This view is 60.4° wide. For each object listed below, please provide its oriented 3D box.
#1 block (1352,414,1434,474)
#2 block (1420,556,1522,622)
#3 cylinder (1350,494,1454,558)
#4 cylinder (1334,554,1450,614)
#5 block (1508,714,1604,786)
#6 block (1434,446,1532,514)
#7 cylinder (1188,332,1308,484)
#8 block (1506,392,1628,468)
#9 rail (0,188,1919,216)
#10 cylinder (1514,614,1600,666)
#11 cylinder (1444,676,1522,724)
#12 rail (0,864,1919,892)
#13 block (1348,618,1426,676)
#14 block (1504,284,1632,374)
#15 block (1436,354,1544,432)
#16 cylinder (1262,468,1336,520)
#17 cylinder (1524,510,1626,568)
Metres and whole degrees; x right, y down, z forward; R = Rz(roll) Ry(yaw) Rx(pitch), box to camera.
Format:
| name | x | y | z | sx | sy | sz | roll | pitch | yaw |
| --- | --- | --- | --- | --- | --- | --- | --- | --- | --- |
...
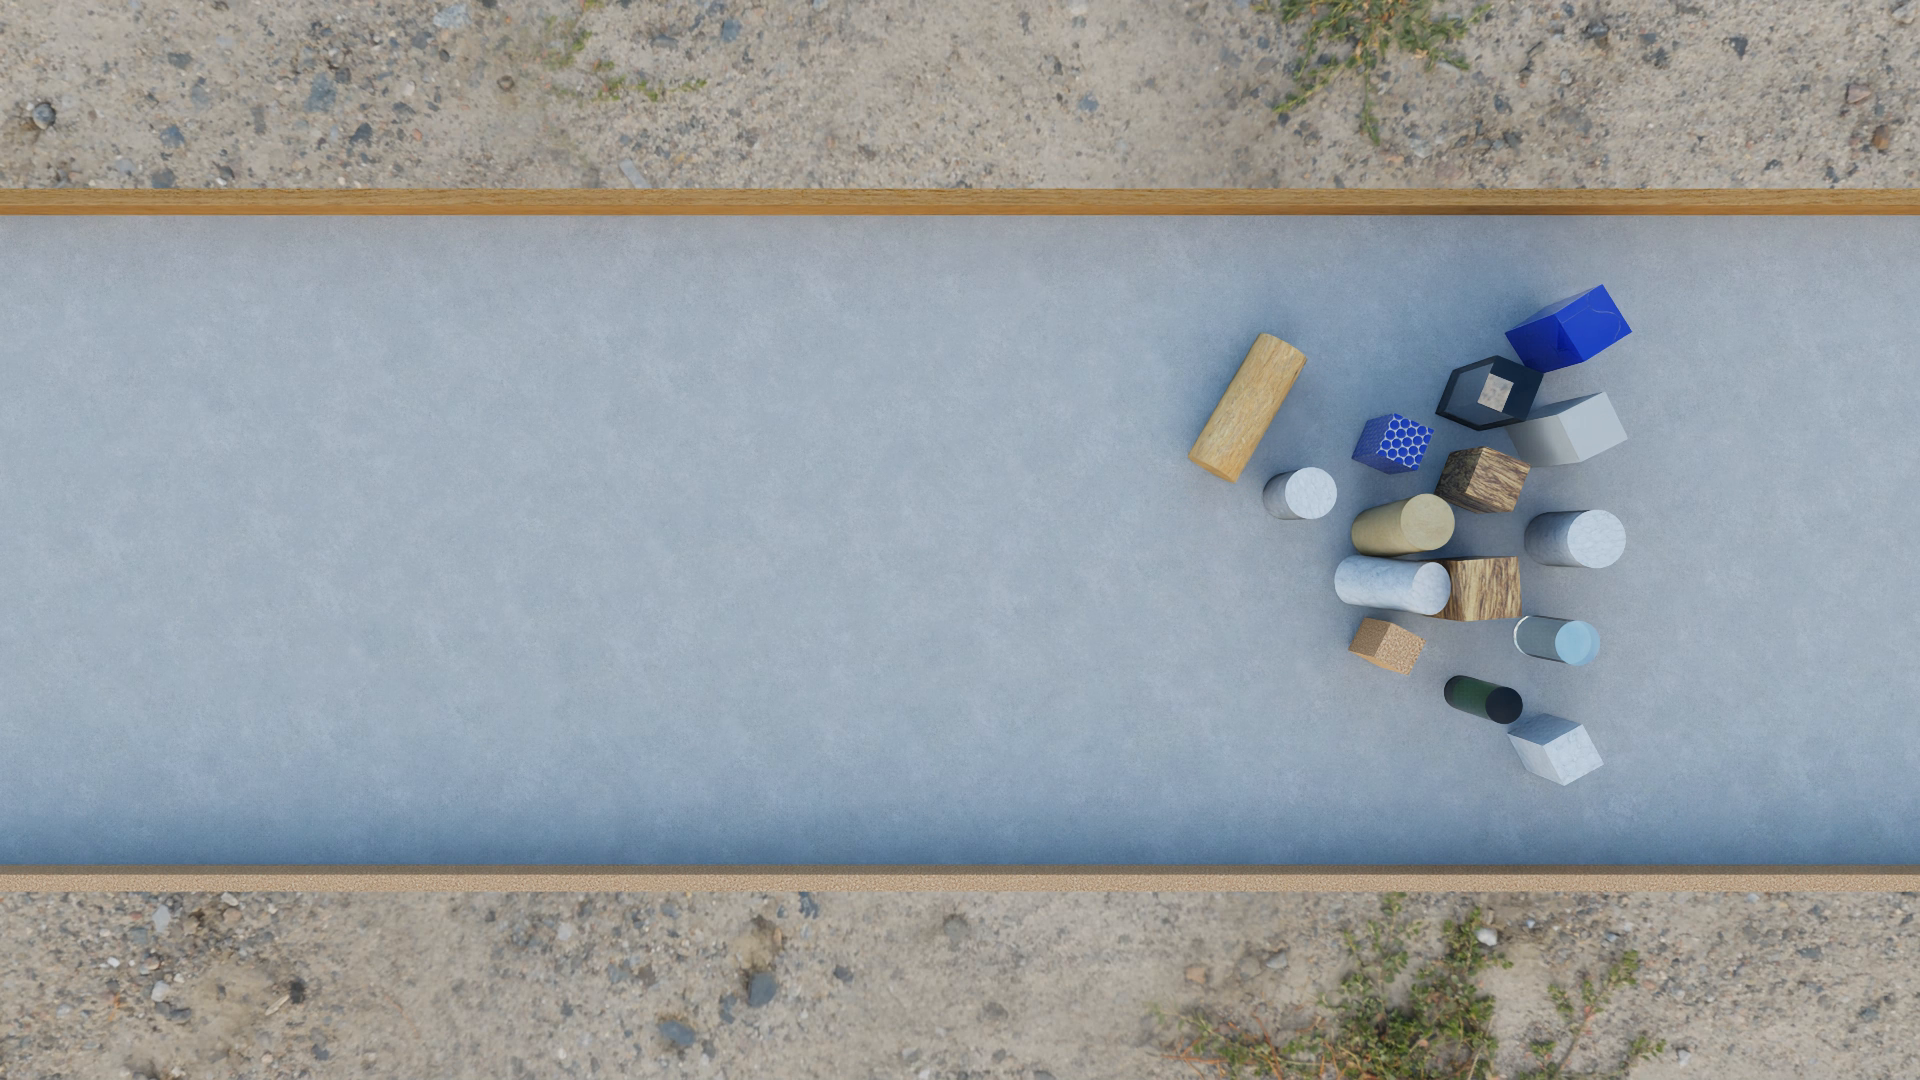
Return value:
| name | x | y | z | sx | sy | sz | roll | pitch | yaw |
| --- | --- | --- | --- | --- | --- | --- | --- | --- | --- |
| block | 1.287 | -0.284 | 4.921 | 0.127 | 0.312 | 0.127 | 23 | 90 | 0 |
| block | 1.510 | 0.141 | 4.894 | 0.173 | 0.359 | 0.173 | -4 | 90 | -2 |
| cylinder | 1.303 | -0.036 | 4.873 | 0.161 | 0.386 | 0.161 | 1 | 85 | -7 |
| cylinder | 1.281 | 0.131 | 4.897 | 0.153 | 0.325 | 0.153 | -2 | 94 | -29 |
| block | 1.771 | 0.621 | 4.920 | 0.131 | 0.314 | 0.131 | -29 | 90 | 0 |
| block | 1.549 | -0.176 | 4.910 | 0.146 | 0.332 | 0.146 | 22 | 90 | 0 |
| cylinder | 0.870 | -0.399 | 4.994 | 0.166 | 0.166 | 0.430 | 30 | 90 | 0 |
| block | 1.775 | -0.318 | 4.851 | 0.148 | 0.450 | 0.148 | -26 | 90 | 0 |
| rail | -2.247 | -1.025 | 5.002 | 12.000 | 0.150 | 0.050 | 0 | 90 | 0 |
| cylinder | 1.768 | 0.295 | 4.898 | 0.129 | 0.356 | 0.129 | 0 | 90 | 0 |
| cylinder | 1.542 | 0.469 | 4.875 | 0.106 | 0.404 | 0.106 | 0 | 90 | 0 |
| rail | -2.247 | 1.025 | 5.001 | 12.000 | 0.150 | 0.050 | 0 | 90 | 0 |
| block | 1.270 | 0.314 | 4.917 | 0.113 | 0.318 | 0.113 | 27 | 90 | 0 |
| block | 1.785 | -0.612 | 4.861 | 0.159 | 0.430 | 0.159 | -32 | 90 | 0 |
| block | 1.556 | -0.429 | 4.867 | 0.145 | 0.419 | 0.145 | 22 | 90 | 0 |
| cylinder | 1.001 | -0.134 | 4.880 | 0.147 | 0.391 | 0.147 | 0 | 90 | 1 |
| cylinder | 1.821 | -0.003 | 4.897 | 0.168 | 0.360 | 0.168 | 0 | 90 | 0 |
